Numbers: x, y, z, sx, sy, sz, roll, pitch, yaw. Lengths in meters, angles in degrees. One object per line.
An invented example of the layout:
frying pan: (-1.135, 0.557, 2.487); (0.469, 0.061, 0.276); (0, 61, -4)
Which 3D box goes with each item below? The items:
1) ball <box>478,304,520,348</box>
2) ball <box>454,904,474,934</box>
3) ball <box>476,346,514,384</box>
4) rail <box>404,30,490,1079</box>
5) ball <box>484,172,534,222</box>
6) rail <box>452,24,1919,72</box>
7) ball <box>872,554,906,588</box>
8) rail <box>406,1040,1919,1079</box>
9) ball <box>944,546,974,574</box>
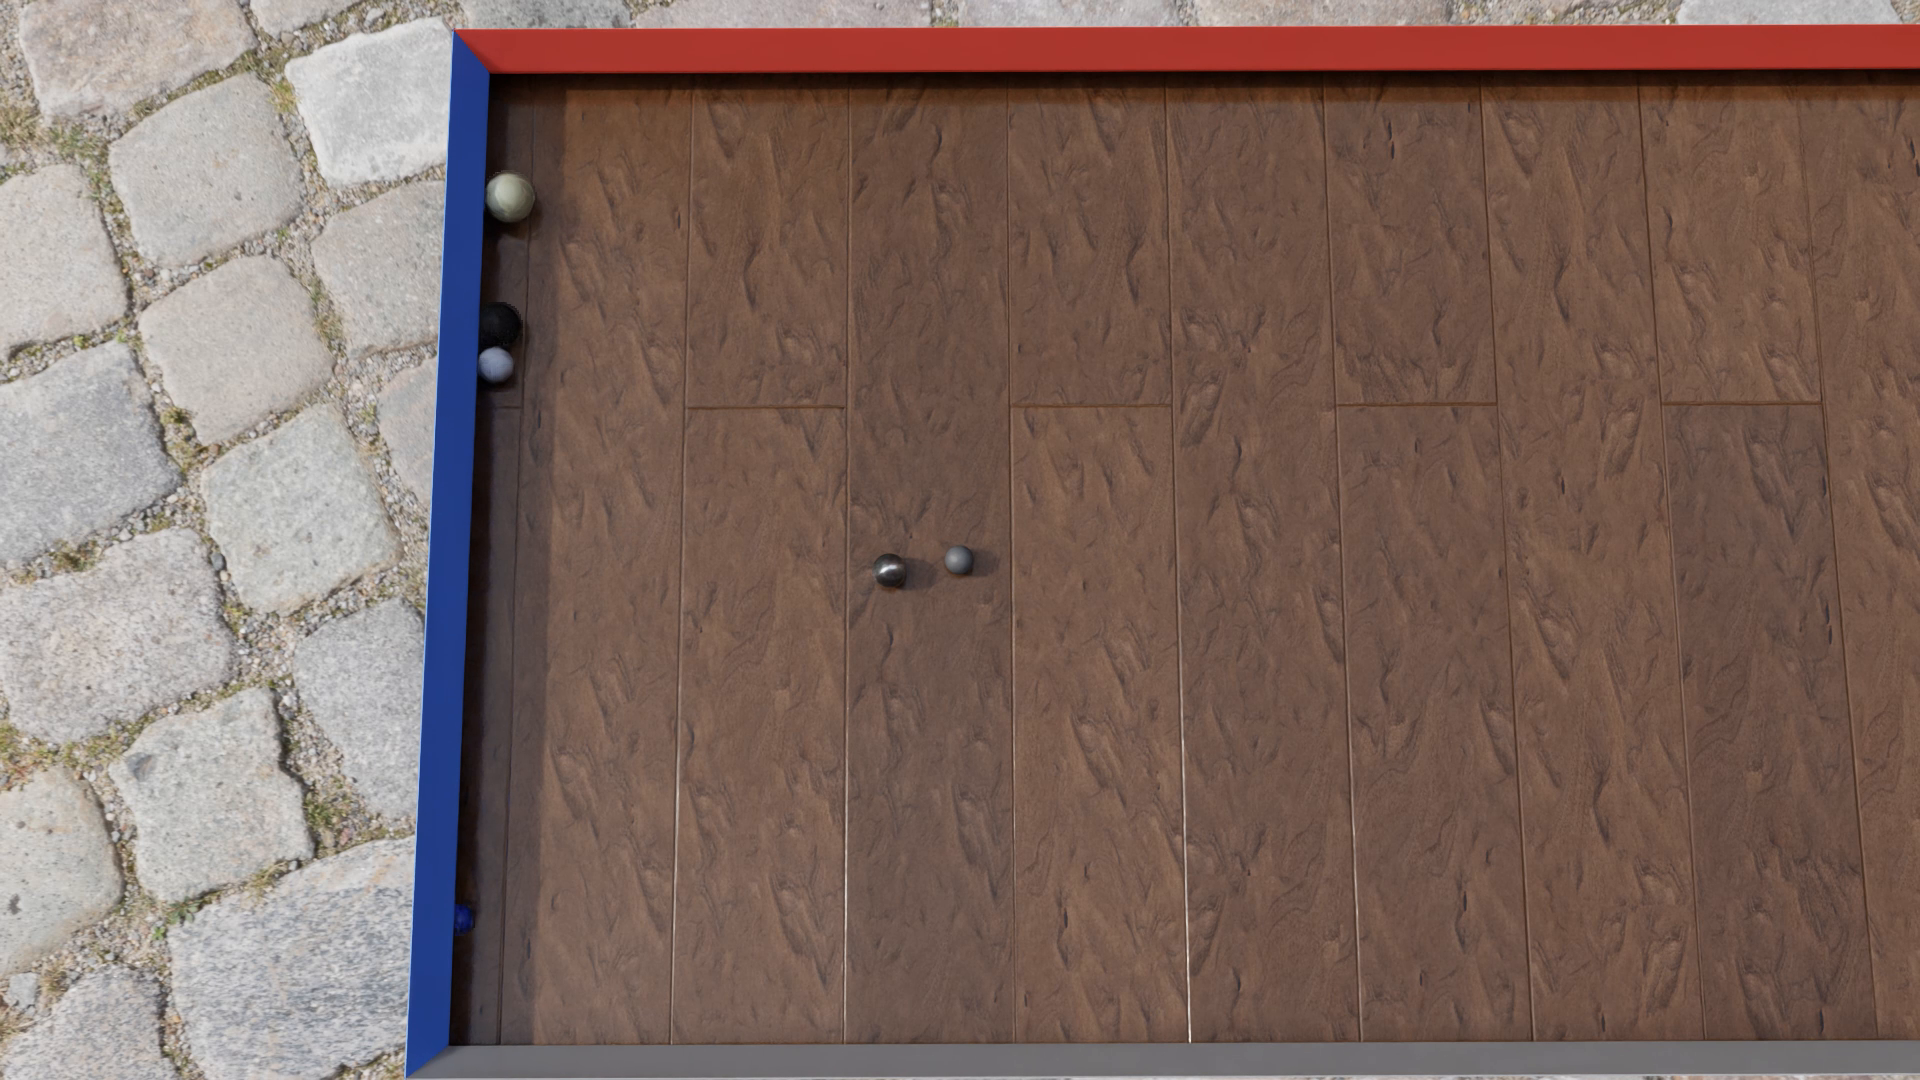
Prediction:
ball: (-0.708, -0.328, 3.370); (0.067, 0.067, 0.067); (0, 78, 0)
ball: (-0.729, 0.552, 3.202); (0.042, 0.042, 0.042); (0, 78, 0)
ball: (-0.711, -0.267, 3.363); (0.057, 0.057, 0.057); (0, 78, 0)
rail: (-0.752, -0.004, 3.274); (0.045, 0.123, 1.568); (0, 78, 0)
ball: (-0.698, -0.530, 3.407); (0.077, 0.077, 0.077); (0, 78, 0)
rail: (0.773, -0.755, 3.428); (3.104, 0.123, 0.045); (0, 78, 0)
ball: (-0.106, 0.046, 3.301); (0.052, 0.052, 0.052); (0, 78, 0)
rail: (0.779, 0.735, 3.122); (3.104, 0.123, 0.045); (0, 78, 0)
ball: (-0.001, 0.030, 3.309); (0.044, 0.044, 0.044); (0, 78, 0)
